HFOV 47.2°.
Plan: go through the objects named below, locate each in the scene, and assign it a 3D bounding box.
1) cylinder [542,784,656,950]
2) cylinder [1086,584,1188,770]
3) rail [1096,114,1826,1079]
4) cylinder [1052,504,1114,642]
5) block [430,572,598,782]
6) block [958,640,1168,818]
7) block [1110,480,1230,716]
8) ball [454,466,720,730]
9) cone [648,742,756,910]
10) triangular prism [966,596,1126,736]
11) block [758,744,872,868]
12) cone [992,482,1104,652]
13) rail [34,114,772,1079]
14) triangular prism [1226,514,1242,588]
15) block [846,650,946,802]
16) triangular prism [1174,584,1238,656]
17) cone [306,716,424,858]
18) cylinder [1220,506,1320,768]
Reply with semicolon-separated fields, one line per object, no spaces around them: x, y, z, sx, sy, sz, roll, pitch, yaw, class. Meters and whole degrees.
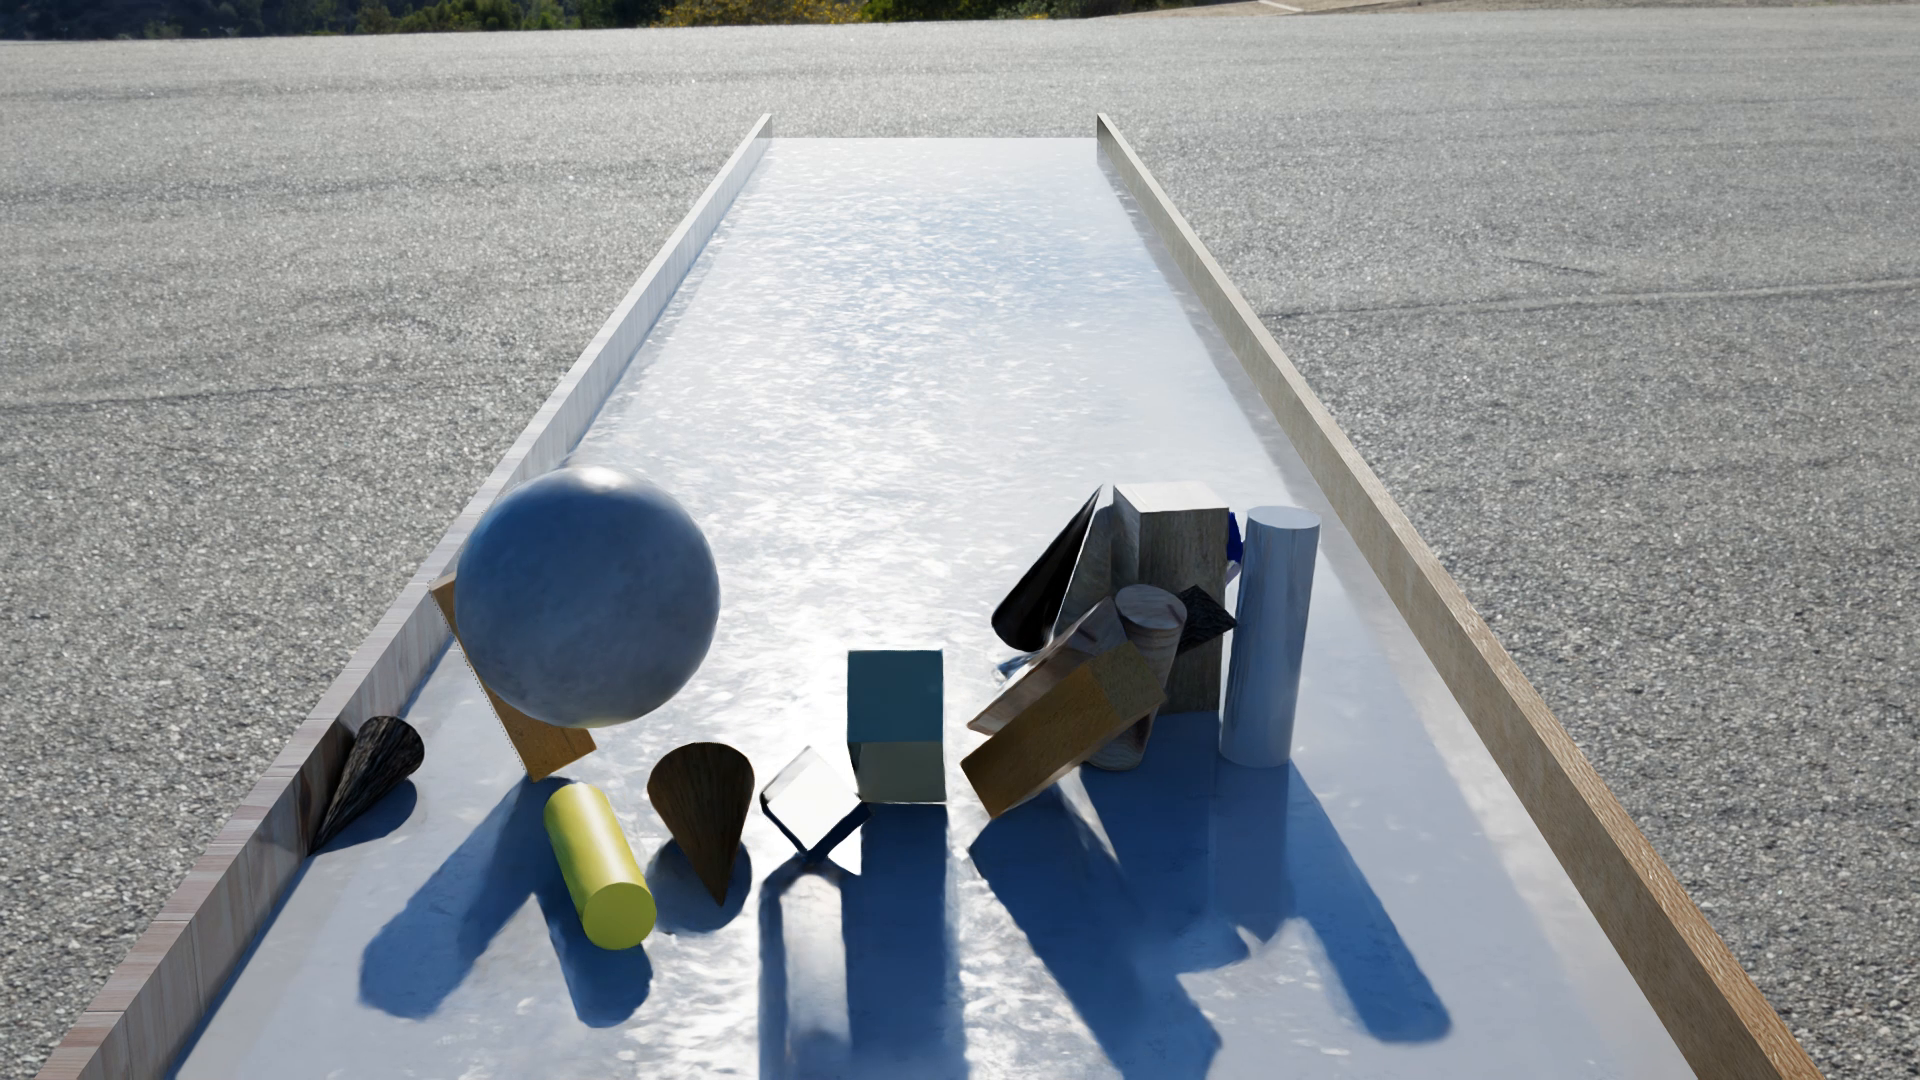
-0.557;0.495;3.372;0.109;0.109;0.387;-5;17;-18;cylinder
0.294;0.241;3.818;0.125;0.318;0.125;9;34;-6;cylinder
0.932;-0.844;7.801;0.050;0.150;12.000;0;17;-1;rail
0.286;0.089;4.339;0.131;0.310;0.131;10;41;-9;cylinder
-0.769;0.217;3.786;0.121;0.371;0.121;-28;11;-11;block
0.161;0.311;3.561;0.109;0.109;0.399;-22;-15;-40;block
0.389;0.109;4.141;0.171;0.403;0.171;-4;19;-12;block
-0.547;0.084;3.237;0.387;0.387;0.387;0;17;0;ball
-0.391;0.480;3.462;0.176;0.176;0.304;-3;33;-11;cone
0.161;0.224;3.810;0.135;0.117;0.385;20;-33;-17;triangular prism
-0.227;0.403;3.385;0.115;0.115;0.383;-43;2;-6;block
0.199;0.033;4.338;0.130;0.454;0.130;13;47;-14;cone
-1.118;-0.838;7.780;0.050;0.150;12.000;0;17;-1;rail
0.486;0.053;4.437;0.106;0.092;0.428;18;-19;-2;triangular prism
-0.098;0.307;3.566;0.147;0.147;0.399;0;-20;1;block
0.304;0.196;3.975;0.106;0.092;0.457;-20;-8;-39;triangular prism
-1.016;0.434;3.663;0.122;0.122;0.348;3;27;9;cone
0.542;0.170;3.859;0.126;0.445;0.126;4;19;-1;cylinder
